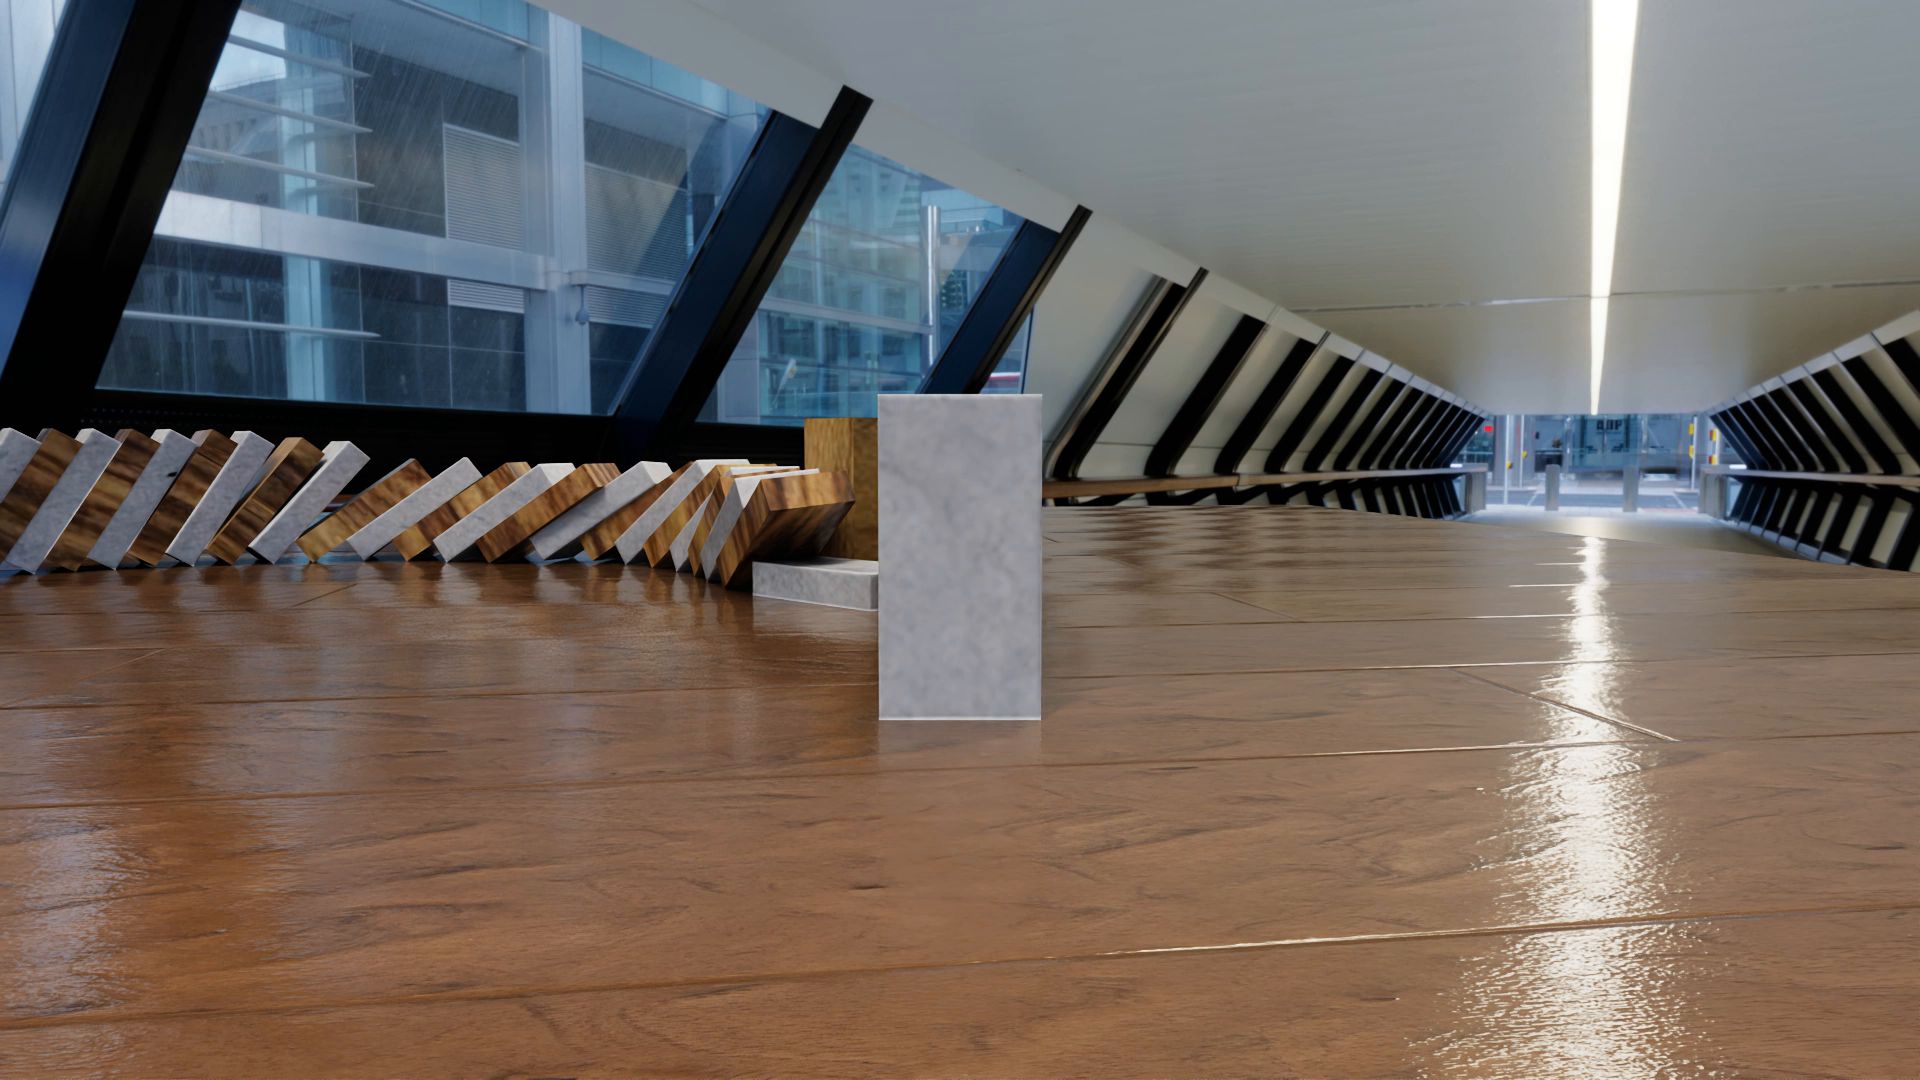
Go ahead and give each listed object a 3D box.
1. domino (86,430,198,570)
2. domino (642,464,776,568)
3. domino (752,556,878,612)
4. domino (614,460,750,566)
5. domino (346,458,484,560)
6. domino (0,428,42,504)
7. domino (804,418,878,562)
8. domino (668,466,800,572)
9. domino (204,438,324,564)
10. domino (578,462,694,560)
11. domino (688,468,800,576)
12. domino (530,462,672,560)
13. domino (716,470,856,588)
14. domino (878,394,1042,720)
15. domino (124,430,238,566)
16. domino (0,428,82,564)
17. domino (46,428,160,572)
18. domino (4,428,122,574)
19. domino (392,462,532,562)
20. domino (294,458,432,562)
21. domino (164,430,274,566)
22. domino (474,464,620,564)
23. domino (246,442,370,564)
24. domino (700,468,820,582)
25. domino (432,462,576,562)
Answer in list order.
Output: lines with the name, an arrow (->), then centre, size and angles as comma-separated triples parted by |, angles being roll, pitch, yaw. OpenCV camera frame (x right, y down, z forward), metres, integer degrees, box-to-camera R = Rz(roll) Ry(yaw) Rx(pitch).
domino -> -0.287, -0.015, 0.447 | 0.025, 0.050, 0.010 | 5, -25, 48
domino -> -0.084, -0.008, 0.436 | 0.025, 0.010, 0.050 | -5, -27, -48
domino -> -0.032, 0.011, 0.352 | 0.050, 0.010, 0.025 | 4, 6, 44
domino -> -0.096, -0.010, 0.450 | 0.050, 0.010, 0.025 | -39, -17, 29
domino -> -0.203, -0.012, 0.480 | 0.050, 0.010, 0.025 | -38, 14, -12
domino -> -0.319, -0.012, 0.416 | 0.025, 0.050, 0.010 | 5, -25, 48
domino -> -0.035, -0.011, 0.379 | 0.009, 0.050, 0.025 | -4, 6, -40
domino -> -0.073, -0.007, 0.420 | 0.025, 0.009, 0.050 | -4, -28, -40
domino -> -0.254, -0.015, 0.466 | 0.025, 0.050, 0.009 | 5, -33, 50
domino -> -0.111, -0.011, 0.466 | 0.050, 0.010, 0.025 | -33, -3, 9
domino -> -0.067, -0.005, 0.399 | 0.025, 0.009, 0.050 | -9, -22, -27
domino -> -0.129, -0.011, 0.466 | 0.050, 0.010, 0.025 | -33, -3, 7
domino -> -0.050, -0.002, 0.364 | 0.025, 0.009, 0.050 | -8, -22, -29
domino -> 0.000, 0.002, 0.201 | 0.025, 0.050, 0.010 | 0, 4, 0
domino -> -0.278, -0.015, 0.454 | 0.025, 0.050, 0.010 | 3, -28, 47
domino -> -0.311, -0.013, 0.424 | 0.025, 0.050, 0.009 | 5, -25, 48
domino -> -0.295, -0.014, 0.439 | 0.025, 0.050, 0.010 | 5, -25, 48
domino -> -0.304, -0.014, 0.432 | 0.025, 0.050, 0.010 | 5, -25, 48
domino -> -0.183, -0.011, 0.477 | 0.050, 0.010, 0.025 | -34, 5, 1
domino -> -0.222, -0.012, 0.477 | 0.050, 0.009, 0.025 | -40, 20, -19
domino -> -0.267, -0.015, 0.460 | 0.025, 0.050, 0.010 | 5, -26, 49
domino -> -0.147, -0.010, 0.464 | 0.050, 0.009, 0.025 | -33, -2, 10
domino -> -0.241, -0.014, 0.471 | 0.025, 0.050, 0.009 | 5, -35, 50
domino -> -0.059, -0.004, 0.381 | 0.025, 0.009, 0.050 | -9, -22, -27
domino -> -0.164, -0.010, 0.468 | 0.050, 0.010, 0.025 | -33, -2, 11
